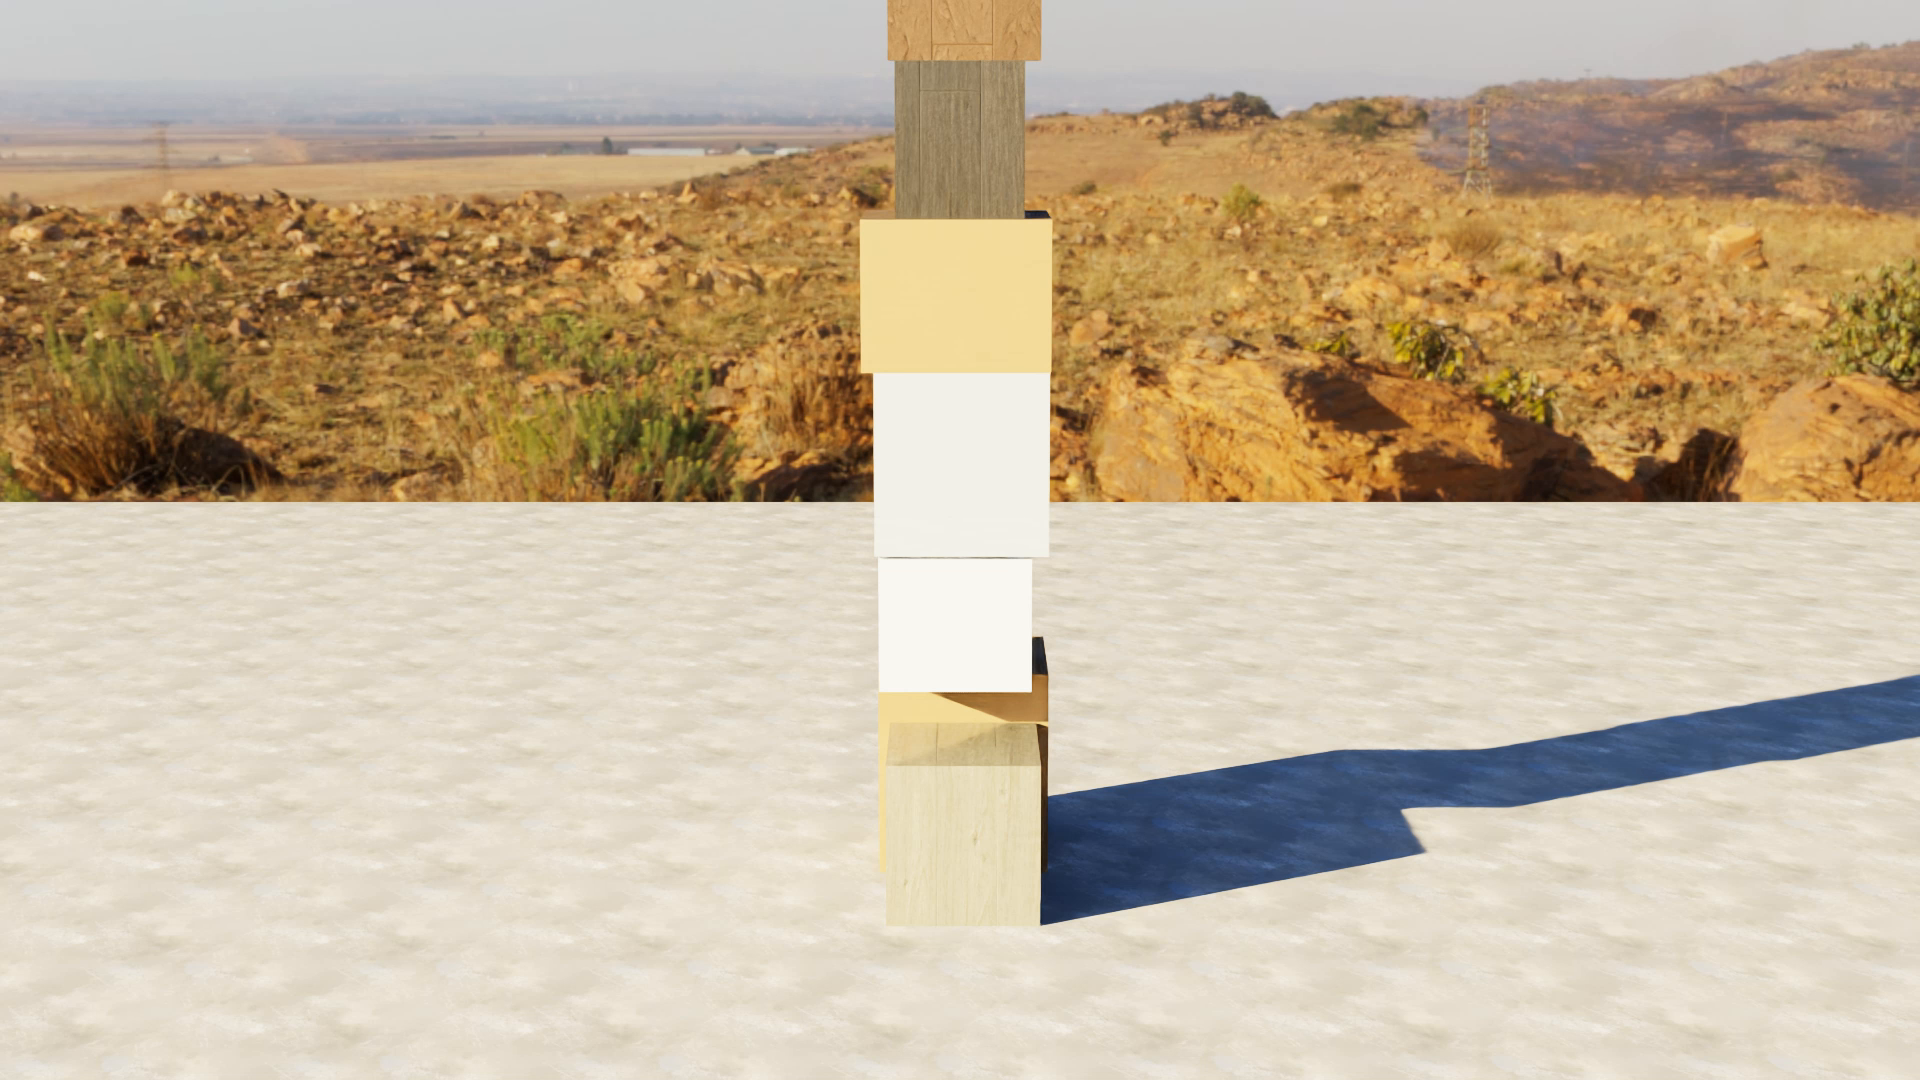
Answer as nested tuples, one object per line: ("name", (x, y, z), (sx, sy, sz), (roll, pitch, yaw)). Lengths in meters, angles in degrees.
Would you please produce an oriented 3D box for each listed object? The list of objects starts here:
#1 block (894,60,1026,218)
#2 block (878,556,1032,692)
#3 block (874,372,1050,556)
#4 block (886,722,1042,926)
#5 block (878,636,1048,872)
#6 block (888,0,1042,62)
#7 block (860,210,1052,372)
("block", (-0.001, -1.703, 10.871), (0.536, 0.645, 0.604), (0, 10, 0))
("block", (-0.020, 0.296, 11.234), (0.649, 0.591, 0.687), (0, 10, 0))
("block", (0.007, -0.378, 11.112), (0.735, 0.779, 0.733), (0, 10, 0))
("block", (0.013, 1.208, 10.997), (0.642, 0.689, 0.720), (0, 10, 0))
("block", (0.015, 0.966, 11.727), (0.748, 0.904, 0.783), (0, 10, 0))
("block", (0.018, -2.301, 10.762), (0.631, 0.572, 0.563), (0, 10, 0))
("block", (-0.016, -1.073, 10.985), (0.792, 0.634, 0.731), (0, 10, 0))
